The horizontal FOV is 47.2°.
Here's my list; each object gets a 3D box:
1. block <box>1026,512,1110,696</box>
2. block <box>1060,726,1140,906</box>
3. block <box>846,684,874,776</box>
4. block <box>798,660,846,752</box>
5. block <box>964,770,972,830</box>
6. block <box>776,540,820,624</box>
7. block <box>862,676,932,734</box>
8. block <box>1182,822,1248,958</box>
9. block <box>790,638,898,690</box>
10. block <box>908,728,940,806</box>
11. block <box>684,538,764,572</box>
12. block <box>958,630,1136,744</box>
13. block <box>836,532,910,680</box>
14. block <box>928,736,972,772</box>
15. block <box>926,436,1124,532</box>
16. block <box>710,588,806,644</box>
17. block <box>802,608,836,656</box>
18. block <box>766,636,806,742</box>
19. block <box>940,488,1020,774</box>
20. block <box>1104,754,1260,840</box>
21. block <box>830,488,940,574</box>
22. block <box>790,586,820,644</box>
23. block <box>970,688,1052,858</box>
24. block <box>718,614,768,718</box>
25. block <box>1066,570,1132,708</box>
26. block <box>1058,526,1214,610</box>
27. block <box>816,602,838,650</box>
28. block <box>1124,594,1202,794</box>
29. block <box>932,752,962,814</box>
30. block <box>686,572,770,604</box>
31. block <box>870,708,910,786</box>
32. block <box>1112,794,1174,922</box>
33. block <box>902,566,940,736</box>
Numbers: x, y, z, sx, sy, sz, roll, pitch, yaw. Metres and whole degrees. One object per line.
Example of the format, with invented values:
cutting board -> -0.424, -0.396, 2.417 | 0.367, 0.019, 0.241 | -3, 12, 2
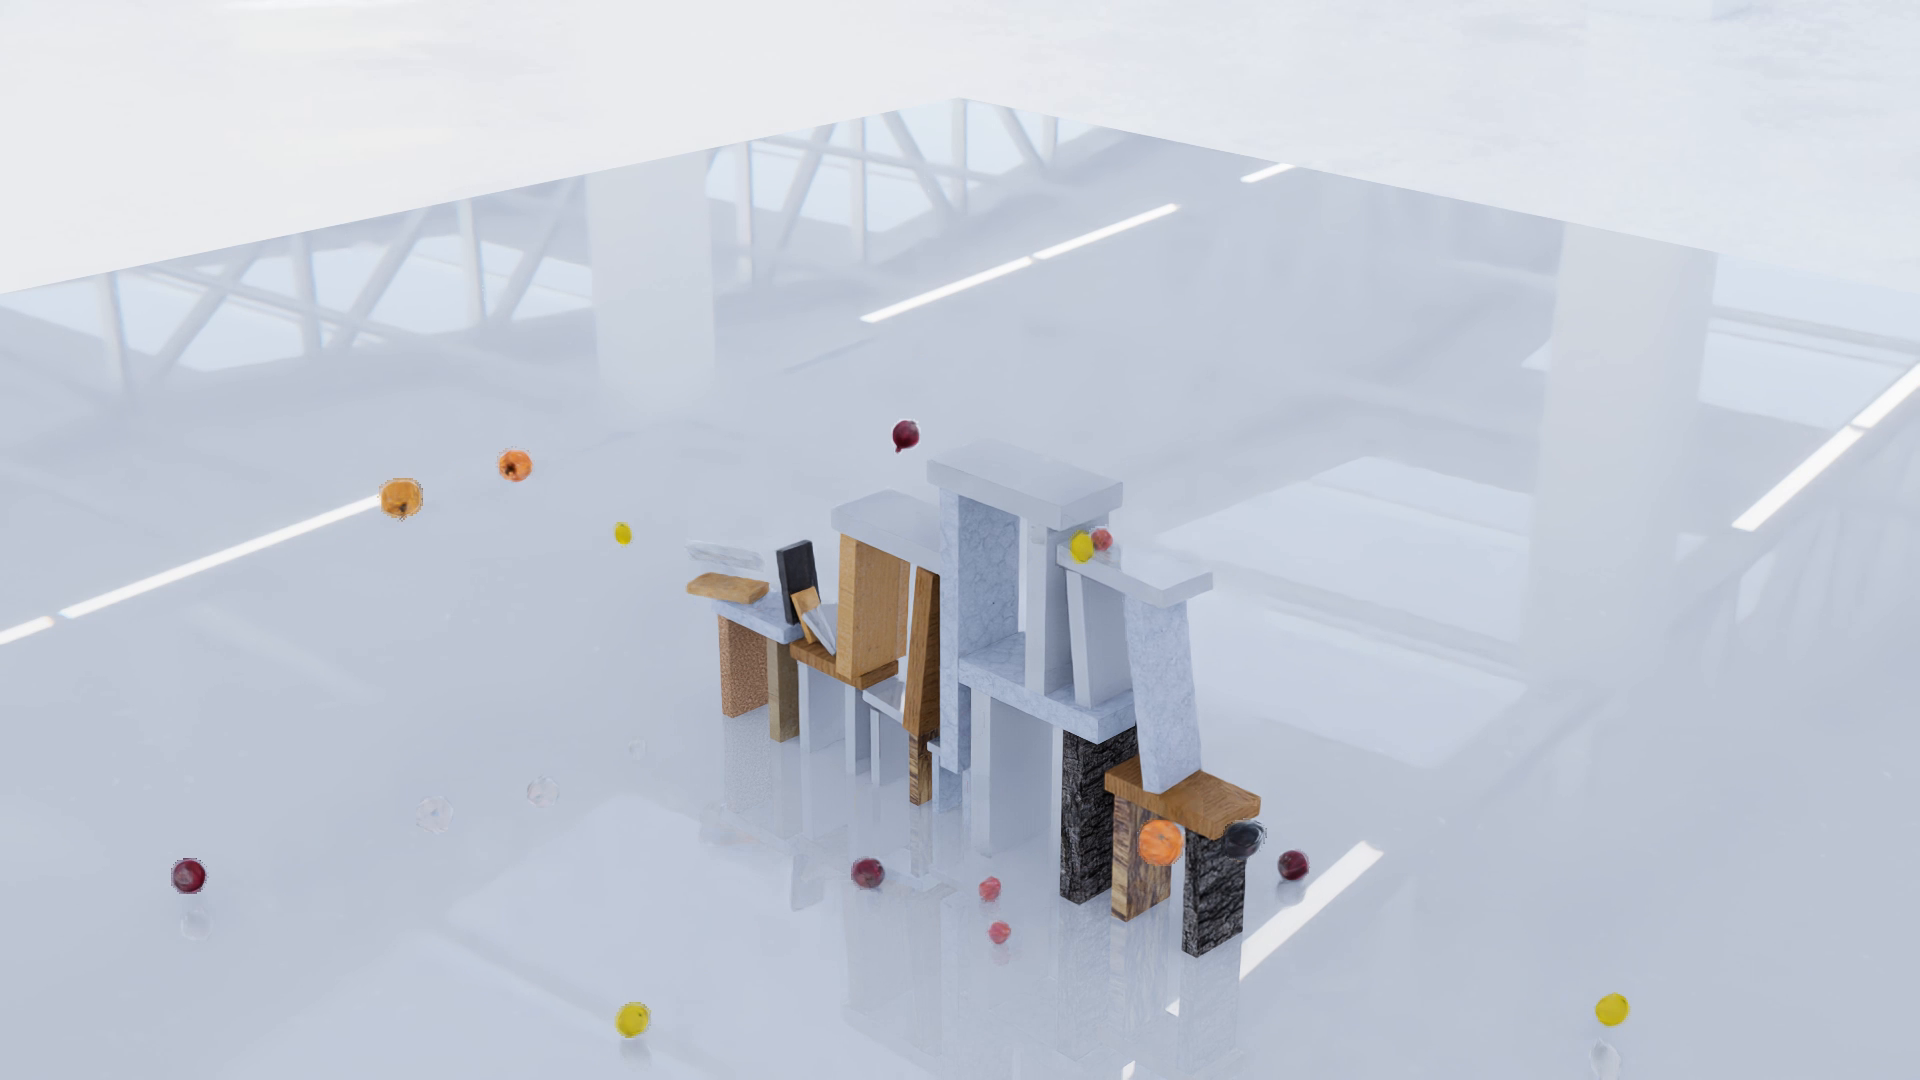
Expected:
block -> 0.197, 0.102, 4.050 | 0.048, 0.337, 0.169 | 21, 31, 41
block -> 0.270, 0.493, 4.144 | 0.050, 0.355, 0.178 | 21, 31, 41
block -> -0.189, 0.377, 4.596 | 0.108, 0.215, 0.030 | -21, 32, -40
block -> -0.293, 0.337, 4.691 | 0.108, 0.215, 0.030 | -21, 31, -41
block -> 0.038, 0.506, 4.395 | 0.019, 0.135, 0.068 | 21, 31, 40
block -> -0.339, 0.089, 4.635 | 0.081, 0.161, 0.023 | -21, 21, -40
block -> -0.107, 0.336, 4.476 | 0.172, 0.024, 0.086 | 28, 35, 36
block -> 0.462, 0.615, 3.980 | 0.129, 0.257, 0.036 | -20, 30, -39
block -> -0.242, 0.247, 4.584 | 0.215, 0.030, 0.108 | 22, 31, 39
block -> -0.064, 0.448, 4.485 | 0.024, 0.172, 0.086 | 21, 31, 40
block -> -0.515, 0.033, 4.798 | 0.161, 0.023, 0.081 | 10, -16, 15
block -> 0.186, 0.273, 4.142 | 0.355, 0.050, 0.178 | 21, 31, 41
block -> -0.174, 0.112, 4.462 | 0.045, 0.316, 0.158 | 25, 33, 37
block -> 0.006, 0.423, 4.394 | 0.135, 0.019, 0.067 | 22, 31, 40
block -> 0.117, -0.107, 4.048 | 0.337, 0.048, 0.169 | 21, 31, 40
block -> -0.413, 0.154, 4.733 | 0.242, 0.034, 0.121 | 21, 31, 41
block -> -0.276, 0.189, 4.587 | 0.054, 0.015, 0.109 | -23, 66, -43
block -> -0.356, 0.304, 4.734 | 0.034, 0.242, 0.121 | 21, 31, 41
block -> 0.038, 0.156, 4.245 | 0.048, 0.589, 0.169 | 21, 31, 40
block -> 0.401, 0.457, 3.976 | 0.129, 0.036, 0.257 | -21, 31, -41
block -> -0.088, -0.019, 4.312 | 0.316, 0.045, 0.158 | 22, 32, 40
block -> -0.312, 0.158, 4.620 | 0.054, 0.109, 0.015 | -20, 0, -40
block -> 0.102, 0.427, 4.298 | 0.050, 0.355, 0.178 | 21, 31, 41
block -> -0.470, 0.259, 4.839 | 0.034, 0.242, 0.121 | 21, 31, 41
block -> 0.259, 0.162, 4.006 | 0.129, 0.258, 0.037 | -21, 24, -41
block -> 0.308, 0.047, 3.897 | 0.129, 0.037, 0.258 | -19, 30, -38
block -> -0.254, 0.180, 4.586 | 0.054, 0.015, 0.109 | -4, 54, -34
block -> 0.364, 0.257, 3.926 | 0.037, 0.370, 0.129 | 8, 23, 41
block -> -0.026, 0.481, 4.454 | 0.019, 0.135, 0.068 | 21, 31, 41
block -> -0.504, 0.104, 4.776 | 0.161, 0.023, 0.081 | 9, 23, 26
block -> -0.145, 0.416, 4.559 | 0.024, 0.172, 0.086 | 21, 31, 41
block -> 0.340, 0.569, 4.089 | 0.036, 0.257, 0.129 | 21, 31, 41
block -> -0.027, 0.199, 4.333 | 0.158, 0.365, 0.045 | -21, 38, -41
